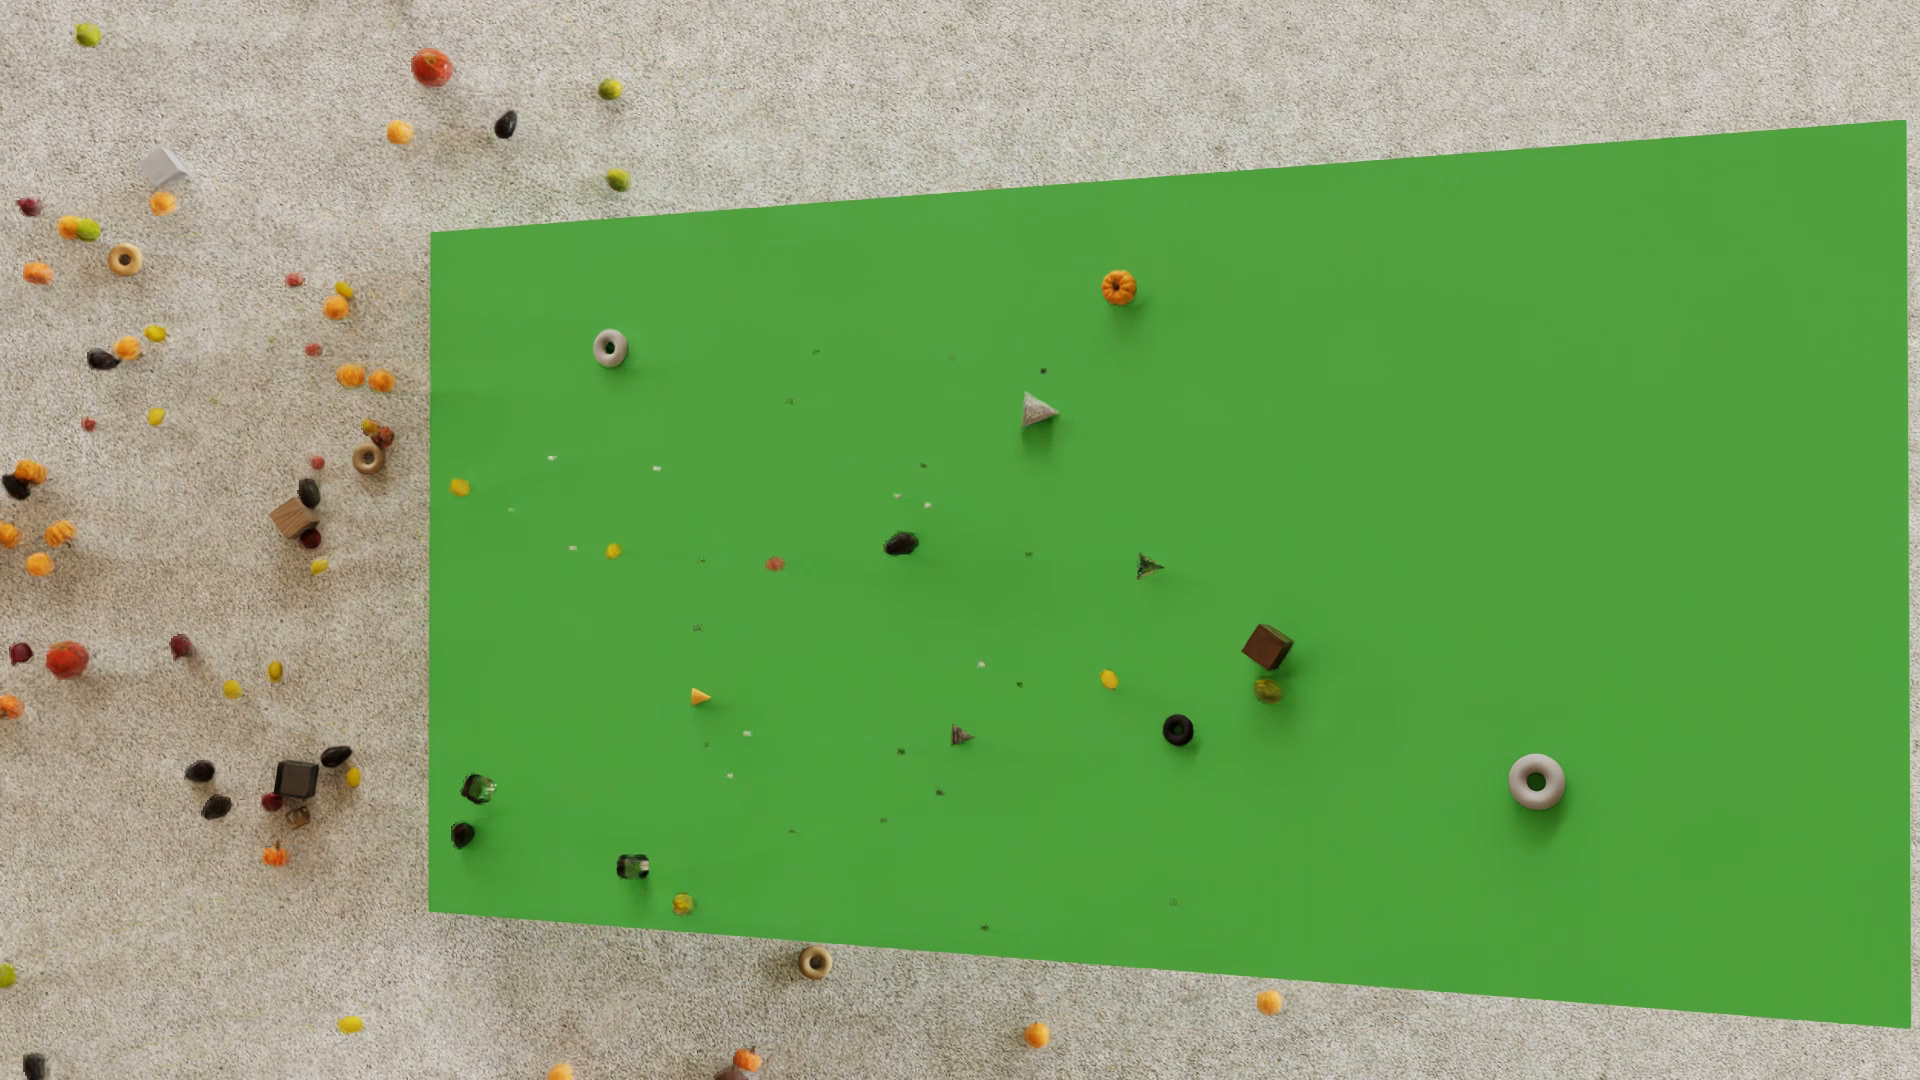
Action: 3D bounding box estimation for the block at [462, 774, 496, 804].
[{"bbox_3d":[-1.391,0.720,6.358,0.061,0.061,0.061,28,101,22],"label":"block"}]

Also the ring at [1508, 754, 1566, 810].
[{"bbox_3d":[1.348,0.565,5.139,0.132,0.044,0.132,-1,88,25],"label":"ring"}]

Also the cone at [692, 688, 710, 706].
[{"bbox_3d":[-0.713,0.435,6.077,0.054,0.054,0.054,3,89,-2],"label":"cone"}]

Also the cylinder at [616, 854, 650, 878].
[{"bbox_3d":[-0.913,0.911,6.138,0.066,0.066,0.066,-4,89,24],"label":"cylinder"}]

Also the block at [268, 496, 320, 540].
[{"bbox_3d":[-1.975,-0.064,6.524,0.090,0.090,0.090,-36,89,0],"label":"block"}]

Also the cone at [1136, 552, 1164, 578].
[{"bbox_3d":[0.482,0.067,5.541,0.066,0.066,0.066,5,89,-2],"label":"cone"}]

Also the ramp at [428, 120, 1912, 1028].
[{"bbox_3d":[0.283,0.083,5.702,4.000,0.100,2.000,0,89,24],"label":"ramp"}]

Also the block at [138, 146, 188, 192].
[{"bbox_3d":[-2.368,-1.102,6.538,0.087,0.087,0.087,-38,89,0],"label":"block"}]

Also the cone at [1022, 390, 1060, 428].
[{"bbox_3d":[0.211,-0.332,5.660,0.096,0.096,0.096,5,89,-3],"label":"cone"}]

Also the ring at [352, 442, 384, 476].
[{"bbox_3d":[-1.763,-0.242,6.555,0.098,0.033,0.098,0,89,1],"label":"ring"}]

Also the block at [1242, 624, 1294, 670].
[{"bbox_3d":[0.755,0.261,5.388,0.081,0.081,0.081,35,103,20],"label":"block"}]

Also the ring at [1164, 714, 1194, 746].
[{"bbox_3d":[0.547,0.476,5.509,0.080,0.027,0.080,0,90,26],"label":"ring"}]

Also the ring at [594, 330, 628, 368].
[{"bbox_3d":[-0.986,-0.540,6.205,0.109,0.036,0.109,-1,88,25],"label":"ring"}]

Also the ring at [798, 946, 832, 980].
[{"bbox_3d":[-0.430,1.256,6.537,0.102,0.034,0.102,0,88,-1],"label":"ring"}]

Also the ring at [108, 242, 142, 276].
[{"bbox_3d":[-2.490,-0.836,6.561,0.101,0.034,0.101,0,89,-1],"label":"ring"}]

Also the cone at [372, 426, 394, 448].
[{"bbox_3d":[-1.726,-0.309,6.538,0.068,0.068,0.068,0,89,0],"label":"cone"}]

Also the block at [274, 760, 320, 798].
[{"bbox_3d":[-1.965,0.708,6.513,0.094,0.094,0.094,9,89,0],"label":"block"}]

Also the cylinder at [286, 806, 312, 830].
[{"bbox_3d":[-1.964,0.825,6.532,0.053,0.053,0.053,-25,89,0],"label":"cylinder"}]
